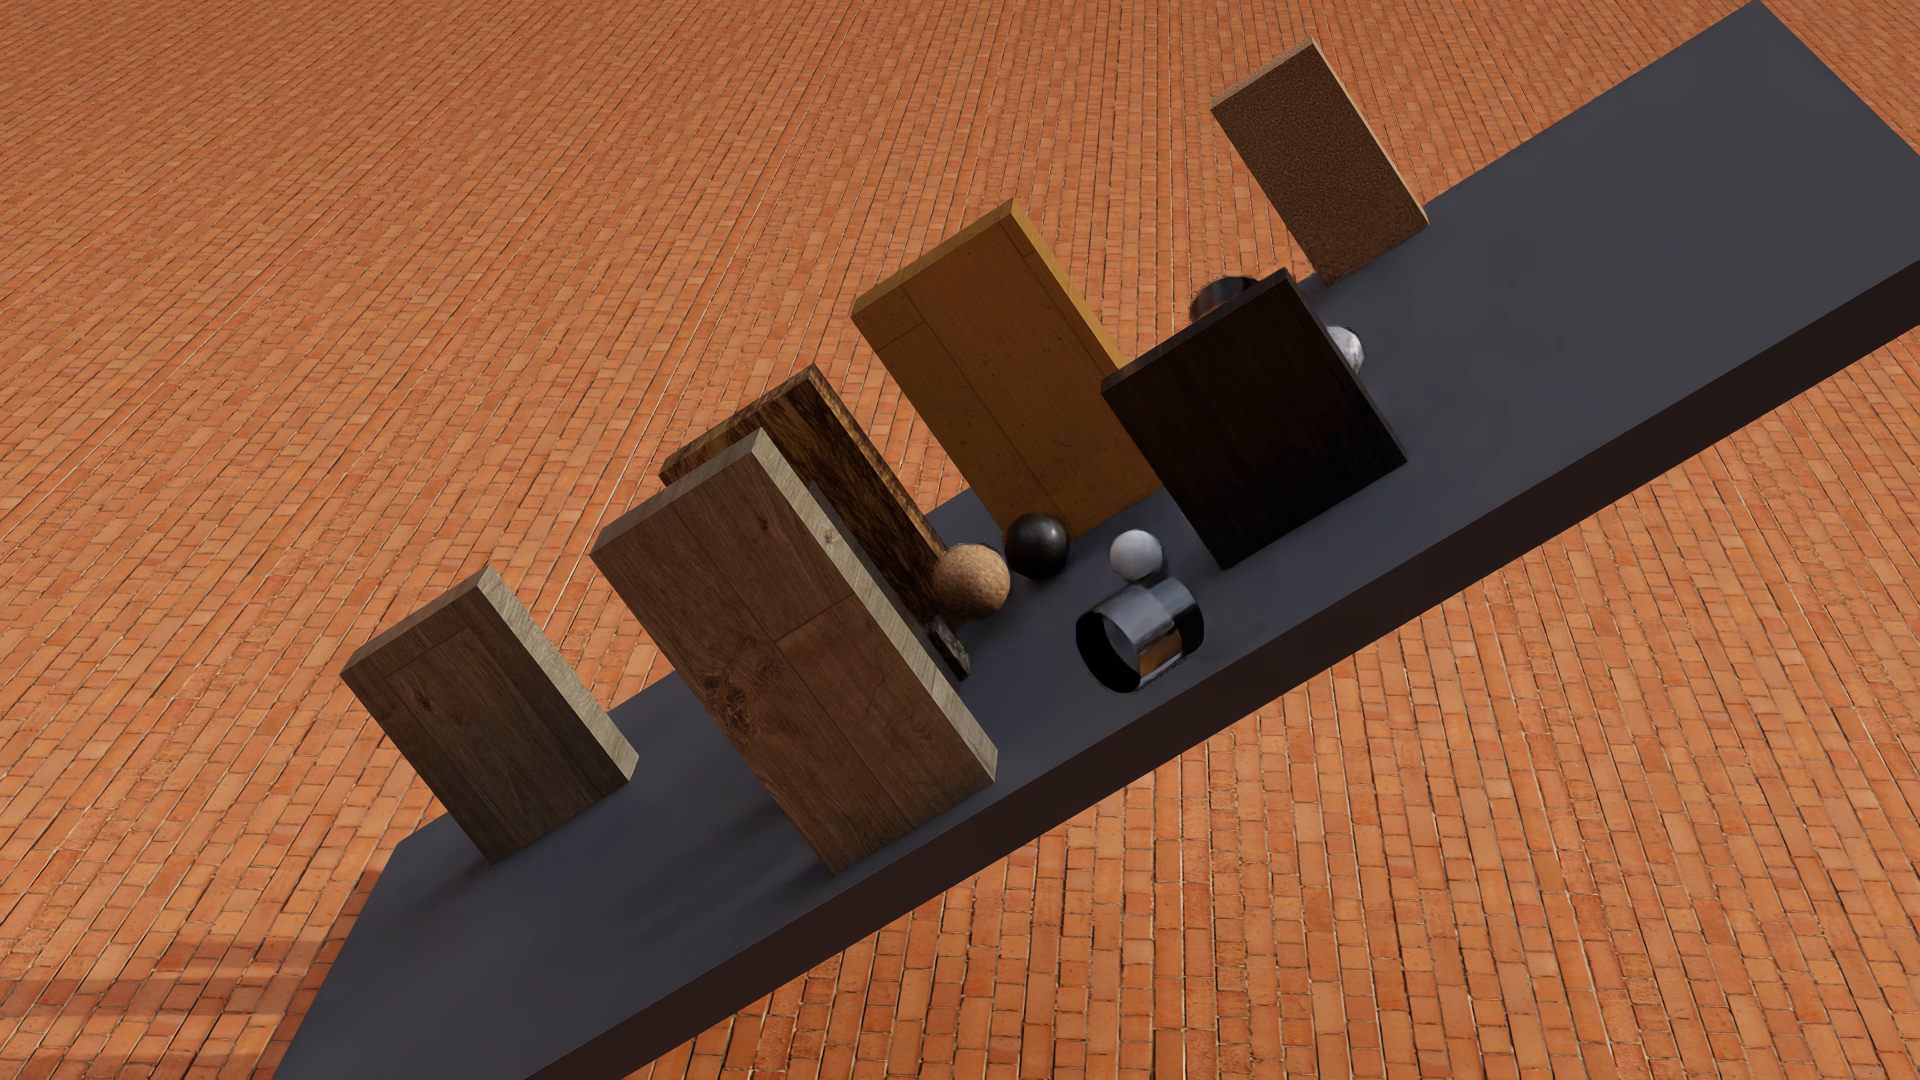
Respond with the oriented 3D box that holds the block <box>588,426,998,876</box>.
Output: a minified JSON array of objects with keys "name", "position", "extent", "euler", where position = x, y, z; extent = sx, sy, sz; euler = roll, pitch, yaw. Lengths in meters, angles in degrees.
[{"name":"block","position":[-0.301,0.213,5.450],"extent":[0.366,0.773,0.138],"euler":[-32,16,14]}]

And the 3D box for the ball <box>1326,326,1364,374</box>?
[{"name":"ball","position":[0.780,-0.384,6.153],"extent":[0.126,0.126,0.126],"euler":[0,21,0]}]

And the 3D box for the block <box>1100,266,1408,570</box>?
[{"name":"block","position":[0.557,-0.226,5.581],"extent":[0.410,0.429,0.083],"euler":[-32,16,14]}]

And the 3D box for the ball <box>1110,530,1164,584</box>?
[{"name":"ball","position":[0.351,0.033,5.862],"extent":[0.108,0.108,0.108],"euler":[0,21,0]}]

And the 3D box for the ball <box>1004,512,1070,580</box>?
[{"name":"ball","position":[0.164,0.012,6.261],"extent":[0.142,0.142,0.142],"euler":[0,21,0]}]

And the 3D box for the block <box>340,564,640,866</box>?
[{"name":"block","position":[-1.105,0.415,6.932],"extent":[0.411,0.589,0.141],"euler":[-32,16,14]}]

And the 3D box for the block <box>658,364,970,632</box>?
[{"name":"block","position":[-0.298,-0.007,6.361],"extent":[0.397,0.641,0.111],"euler":[-32,16,14]}]

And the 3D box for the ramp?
[{"name":"ramp","position":[0.137,0.172,6.301],"extent":[4.000,0.100,2.000],"euler":[-32,16,14]}]

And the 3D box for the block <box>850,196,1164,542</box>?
[{"name":"block","position":[0.132,-0.336,6.344],"extent":[0.413,0.681,0.141],"euler":[-32,16,14]}]

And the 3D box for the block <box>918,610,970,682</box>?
[{"name":"block","position":[-0.065,0.245,6.094],"extent":[0.121,0.121,0.121],"euler":[-33,15,11]}]

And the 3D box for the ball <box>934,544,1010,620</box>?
[{"name":"ball","position":[0.026,0.088,6.158],"extent":[0.159,0.159,0.159],"euler":[0,21,0]}]

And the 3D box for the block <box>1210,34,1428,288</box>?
[{"name":"block","position":[0.829,-0.873,6.793],"extent":[0.276,0.504,0.105],"euler":[-32,16,14]}]

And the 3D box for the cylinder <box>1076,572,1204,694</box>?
[{"name":"cylinder","position":[0.322,0.165,5.259],"extent":[0.164,0.164,0.164],"euler":[-31,35,-32]}]

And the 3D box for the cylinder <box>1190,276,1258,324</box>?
[{"name":"cylinder","position":[0.593,-0.434,6.283],"extent":[0.196,0.196,0.196],"euler":[0,30,1]}]

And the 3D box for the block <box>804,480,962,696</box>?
[{"name":"block","position":[-0.327,0.218,5.958],"extent":[0.426,0.530,0.134],"euler":[-32,16,14]}]
